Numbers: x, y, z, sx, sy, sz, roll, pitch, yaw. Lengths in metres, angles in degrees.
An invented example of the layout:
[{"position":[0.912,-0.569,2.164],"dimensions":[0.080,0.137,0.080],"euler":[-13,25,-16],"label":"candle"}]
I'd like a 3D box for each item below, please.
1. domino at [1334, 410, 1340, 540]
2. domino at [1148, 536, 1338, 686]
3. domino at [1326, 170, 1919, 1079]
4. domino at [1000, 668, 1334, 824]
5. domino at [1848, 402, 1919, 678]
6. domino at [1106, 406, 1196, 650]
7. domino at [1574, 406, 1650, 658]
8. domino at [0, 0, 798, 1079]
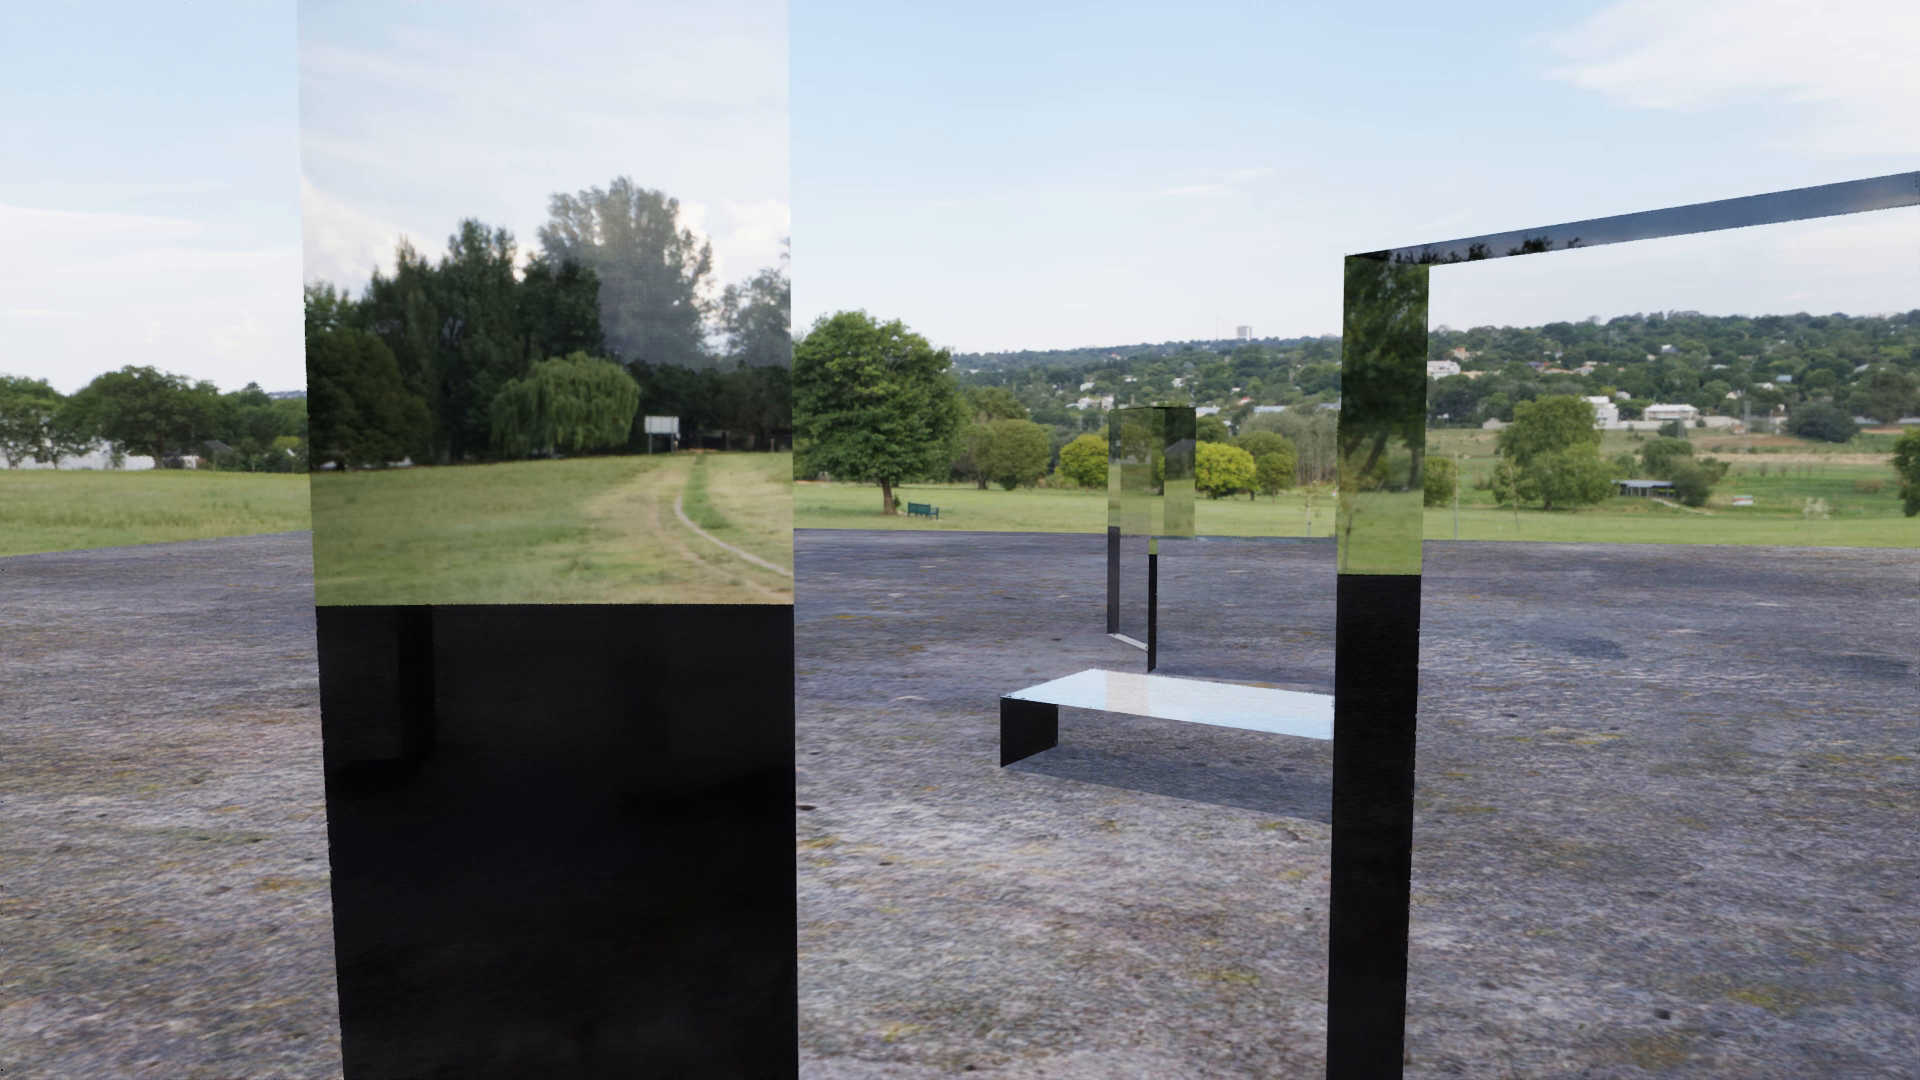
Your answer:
[{"position":[0.088,-0.003,0.277],"dimensions":[0.009,0.050,0.025],"euler":[0,4,6],"label":"domino"},{"position":[0.060,0.013,0.232],"dimensions":[0.050,0.025,0.010],"euler":[2,5,23],"label":"domino"},{"position":[0.026,0.014,0.046],"dimensions":[0.010,0.050,0.025],"euler":[-3,5,-34],"label":"domino"},{"position":[0.033,0.026,0.165],"dimensions":[0.050,0.009,0.025],"euler":[3,5,34],"label":"domino"},{"position":[0.177,-0.001,0.244],"dimensions":[0.010,0.050,0.025],"euler":[3,5,39],"label":"domino"},{"position":[0.041,-0.003,0.274],"dimensions":[0.010,0.050,0.025],"euler":[-1,4,-14],"label":"domino"},{"position":[0.135,-0.002,0.267],"dimensions":[0.010,0.050,0.025],"euler":[2,5,20],"label":"domino"},{"position":[-0.013,0.016,0.018],"dimensions":[0.009,0.050,0.025],"euler":[-3,5,-38],"label":"domino"}]
